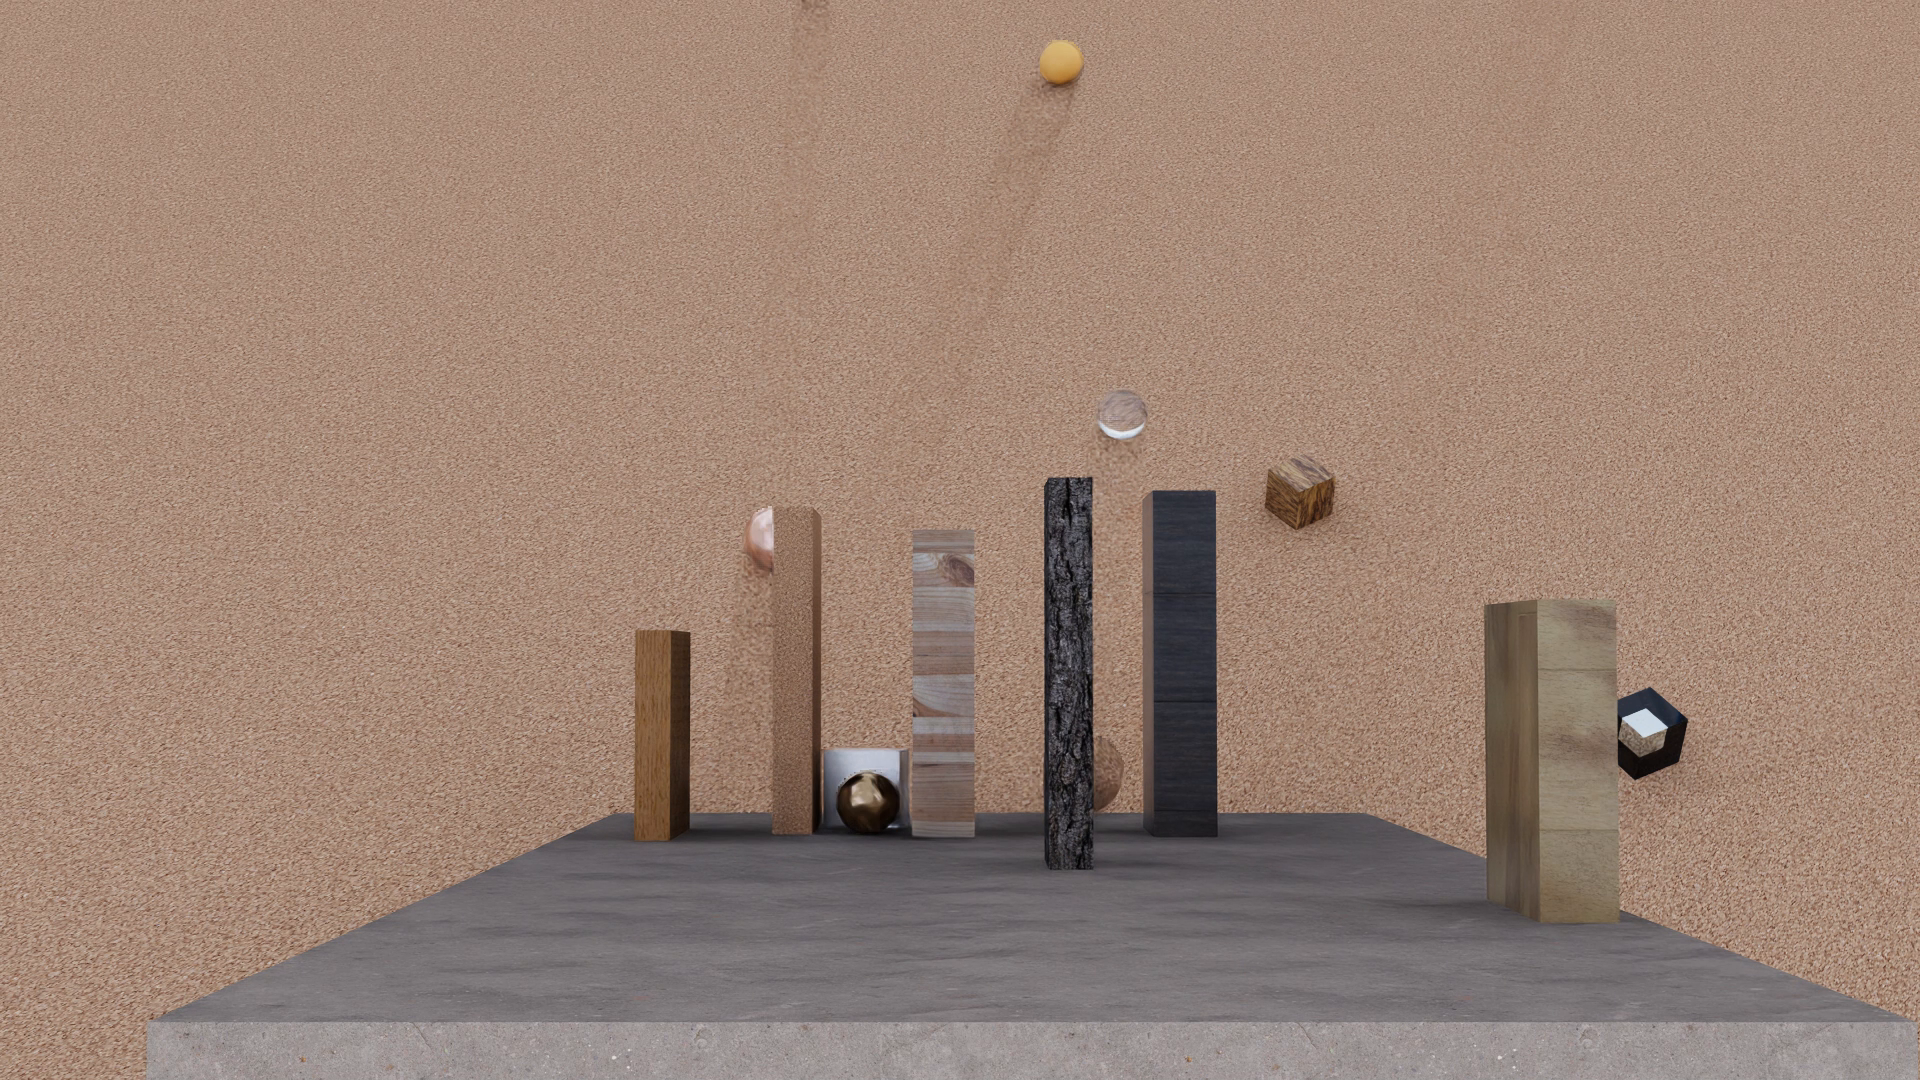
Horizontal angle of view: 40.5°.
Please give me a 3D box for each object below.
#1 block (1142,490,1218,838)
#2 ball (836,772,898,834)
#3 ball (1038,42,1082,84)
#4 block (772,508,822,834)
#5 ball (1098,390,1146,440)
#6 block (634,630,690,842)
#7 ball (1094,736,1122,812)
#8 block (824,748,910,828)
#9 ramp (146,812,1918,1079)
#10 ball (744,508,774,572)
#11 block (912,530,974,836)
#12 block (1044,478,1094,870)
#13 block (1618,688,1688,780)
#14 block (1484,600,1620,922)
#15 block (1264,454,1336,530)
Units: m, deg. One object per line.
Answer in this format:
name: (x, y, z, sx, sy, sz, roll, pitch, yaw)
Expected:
block: (0.520, 0.293, 6.183, 0.146, 0.800, 0.354, 0, -3, 0)
ball: (-0.217, 0.617, 6.102, 0.145, 0.145, 0.145, 0, 37, 0)
ball: (0.400, -1.904, 10.394, 0.170, 0.170, 0.170, 0, 37, 0)
block: (-0.392, 0.315, 6.295, 0.093, 0.766, 0.387, 0, -3, 0)
ball: (0.524, -0.406, 8.426, 0.160, 0.160, 0.160, 0, 37, 0)
block: (-0.694, 0.451, 6.091, 0.080, 0.475, 0.432, 0, -3, 0)
ball: (0.329, 0.623, 6.915, 0.208, 0.208, 0.208, 0, 37, 0)
block: (-0.229, 0.610, 6.403, 0.186, 0.186, 0.186, 0, -3, 6)
ramp: (0.082, 0.686, 4.935, 2.000, 0.100, 4.000, 0, -3, 0)
ball: (-0.553, 0.001, 7.859, 0.197, 0.197, 0.197, 0, 37, 0)
block: (-0.038, 0.338, 6.197, 0.143, 0.710, 0.368, 0, -3, 0)
block: (0.217, 0.266, 5.217, 0.086, 0.766, 0.265, 0, -3, 0)
block: (1.886, 0.534, 7.188, 0.156, 0.156, 0.156, -18, 41, -22)
block: (0.964, 0.354, 4.264, 0.123, 0.503, 0.414, 0, -3, 0)
block: (1.059, -0.150, 8.098, 0.148, 0.148, 0.148, -23, 43, -27)
